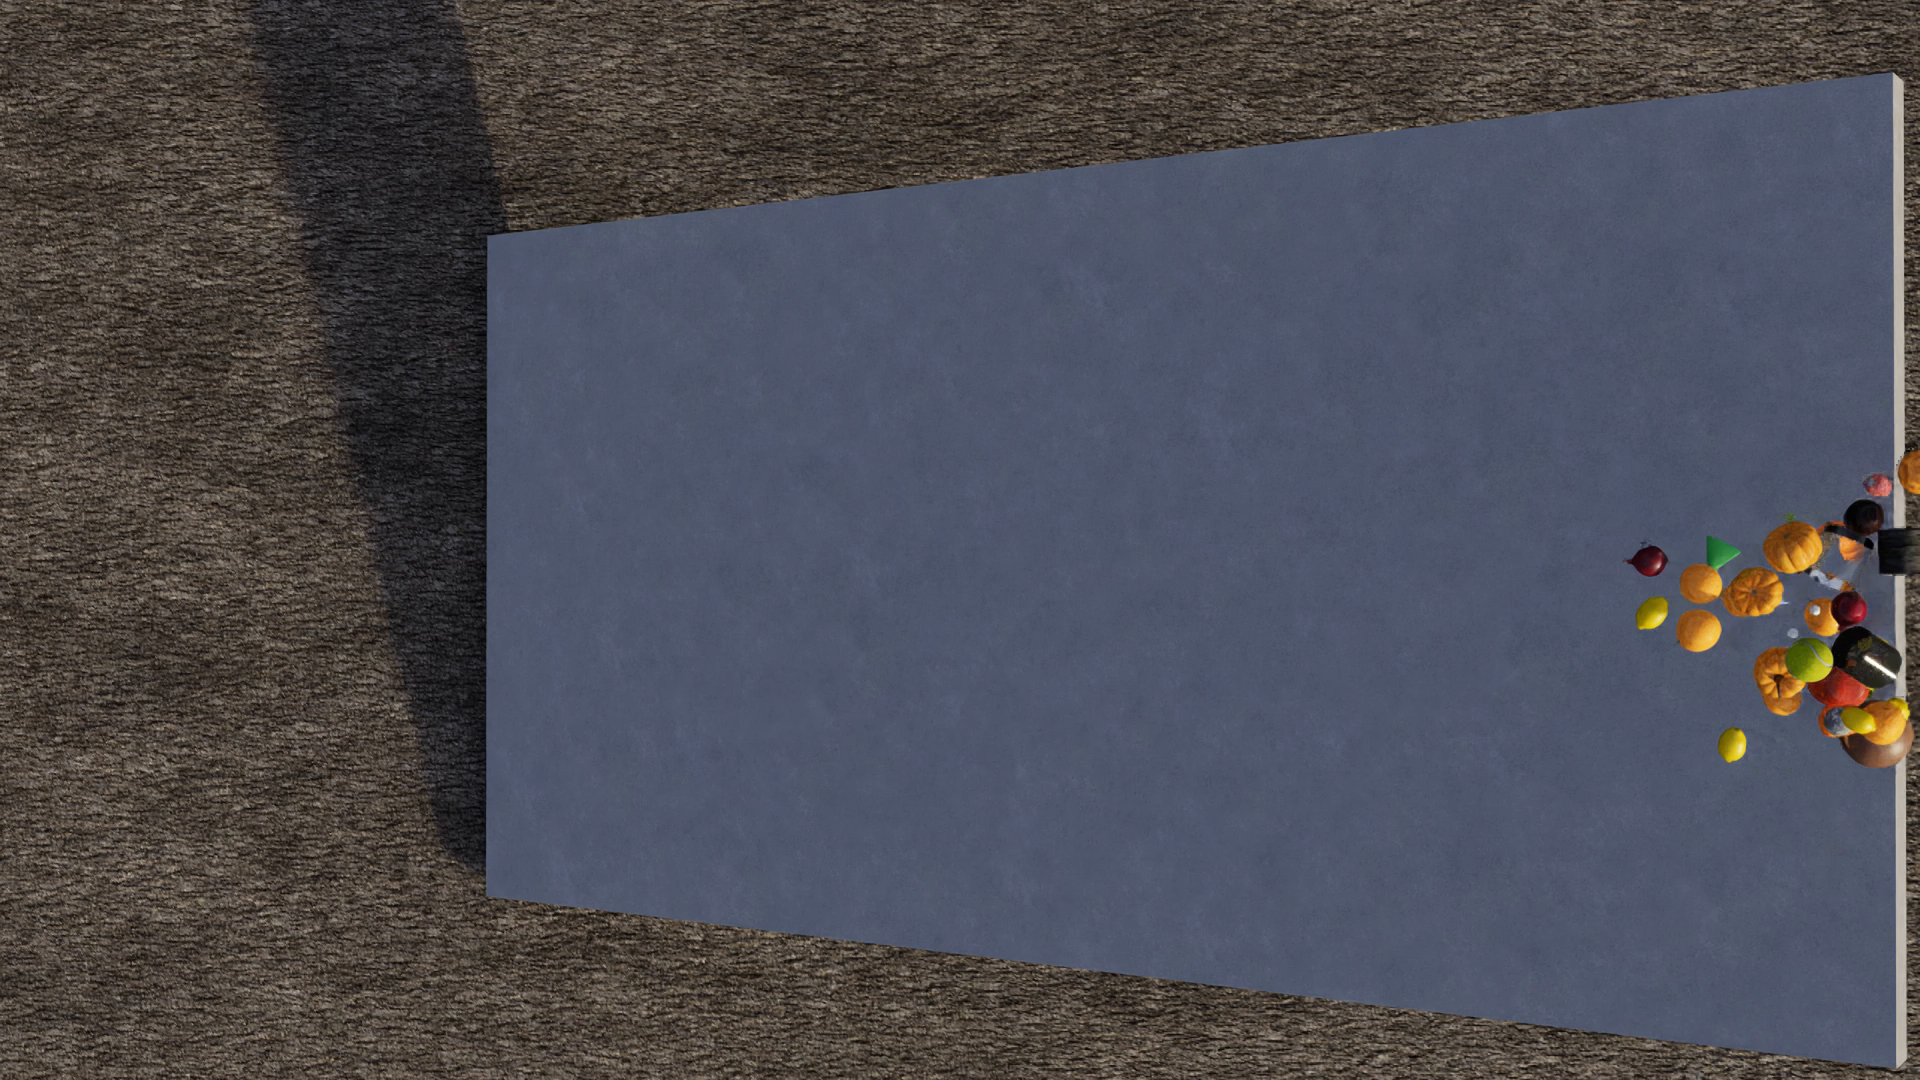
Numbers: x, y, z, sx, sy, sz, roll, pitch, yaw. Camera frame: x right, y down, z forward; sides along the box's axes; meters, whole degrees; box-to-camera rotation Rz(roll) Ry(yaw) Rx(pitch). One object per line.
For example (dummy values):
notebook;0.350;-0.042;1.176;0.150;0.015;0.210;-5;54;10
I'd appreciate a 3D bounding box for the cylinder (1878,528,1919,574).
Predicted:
cylinder;1.741;0.020;4.064;0.080;0.080;0.080;-2;91;0

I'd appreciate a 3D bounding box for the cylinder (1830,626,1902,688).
cylinder;1.411;0.183;3.425;0.073;0.073;0.073;30;90;-23

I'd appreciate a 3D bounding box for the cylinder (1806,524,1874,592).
cylinder;1.640;0.034;4.101;0.092;0.092;0.092;28;83;0

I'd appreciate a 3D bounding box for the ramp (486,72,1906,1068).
ramp;0.250;0.069;5.579;4.000;0.100;2.000;0;89;34

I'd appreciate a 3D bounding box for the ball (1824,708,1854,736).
ball;1.531;0.316;3.829;0.050;0.050;0.050;0;90;0

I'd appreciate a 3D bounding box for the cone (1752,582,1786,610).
cone;1.498;0.110;4.056;0.054;0.054;0.054;13;90;10

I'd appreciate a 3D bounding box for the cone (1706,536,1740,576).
cone;1.354;0.036;3.943;0.066;0.066;0.066;27;95;0
